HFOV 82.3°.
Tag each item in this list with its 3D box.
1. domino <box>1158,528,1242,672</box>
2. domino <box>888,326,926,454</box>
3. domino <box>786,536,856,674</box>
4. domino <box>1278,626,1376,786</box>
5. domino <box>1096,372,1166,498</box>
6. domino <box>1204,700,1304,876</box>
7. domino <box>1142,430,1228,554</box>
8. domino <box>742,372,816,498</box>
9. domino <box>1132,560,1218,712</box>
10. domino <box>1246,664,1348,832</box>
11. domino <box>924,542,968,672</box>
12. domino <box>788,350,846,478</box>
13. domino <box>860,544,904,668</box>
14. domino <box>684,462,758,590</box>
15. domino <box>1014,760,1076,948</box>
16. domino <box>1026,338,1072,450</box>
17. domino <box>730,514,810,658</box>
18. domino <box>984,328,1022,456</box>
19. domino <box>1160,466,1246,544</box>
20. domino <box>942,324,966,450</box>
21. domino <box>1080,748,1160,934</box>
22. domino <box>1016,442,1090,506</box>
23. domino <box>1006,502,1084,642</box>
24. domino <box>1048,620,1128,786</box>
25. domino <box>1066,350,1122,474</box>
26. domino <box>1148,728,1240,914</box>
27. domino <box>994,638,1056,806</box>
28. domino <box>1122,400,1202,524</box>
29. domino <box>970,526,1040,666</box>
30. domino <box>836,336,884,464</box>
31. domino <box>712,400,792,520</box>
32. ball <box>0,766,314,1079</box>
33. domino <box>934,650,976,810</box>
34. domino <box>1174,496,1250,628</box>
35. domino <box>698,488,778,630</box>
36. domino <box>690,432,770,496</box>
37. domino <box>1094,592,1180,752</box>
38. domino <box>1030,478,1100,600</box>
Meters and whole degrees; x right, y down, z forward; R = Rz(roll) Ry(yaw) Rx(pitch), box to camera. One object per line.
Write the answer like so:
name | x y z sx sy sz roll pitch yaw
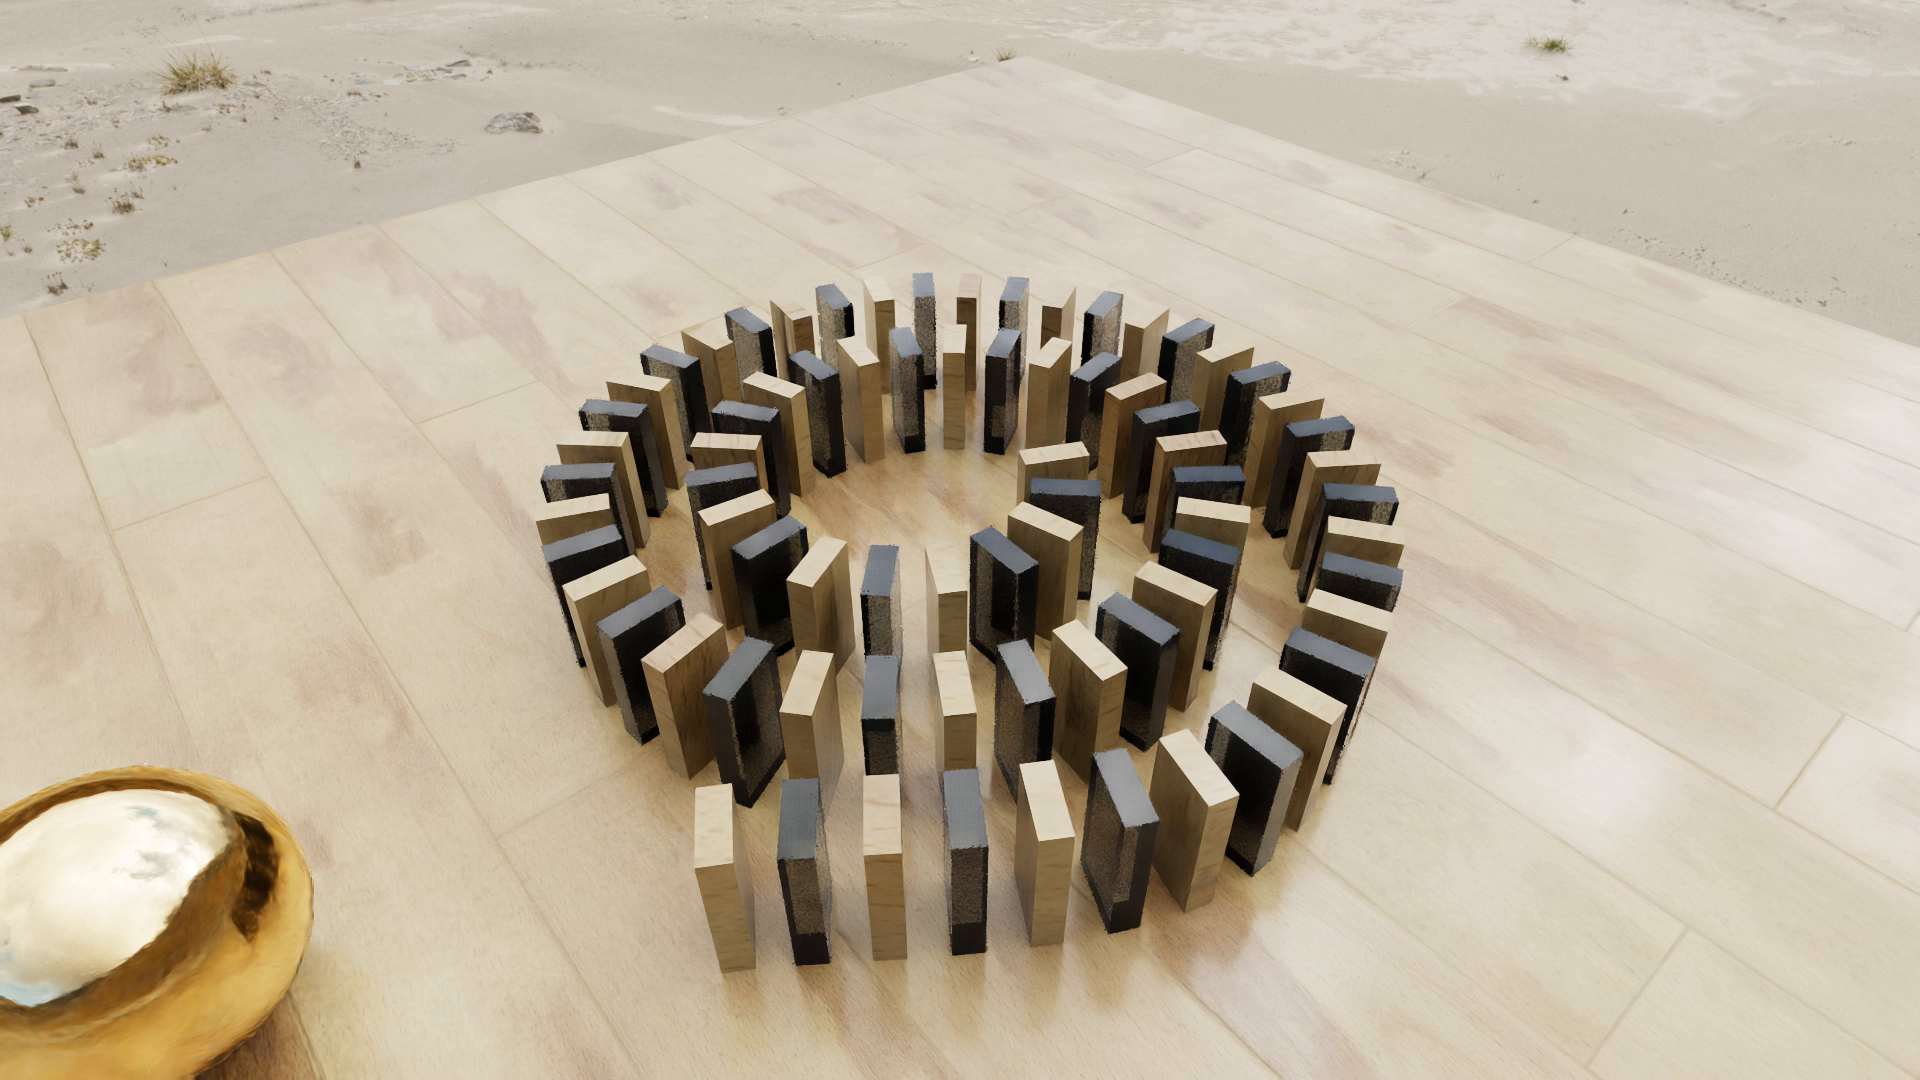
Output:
domino | 0.081 0.021 0.385 0.025 0.050 0.009 18 43 21
domino | -0.024 -0.067 0.493 0.009 0.050 0.025 -10 40 -12
domino | -0.047 0.026 0.380 0.009 0.050 0.025 14 41 17
domino | 0.111 0.053 0.347 0.025 0.050 0.010 23 45 26
domino | 0.072 -0.044 0.465 0.025 0.050 0.009 -23 45 -26
domino | 0.083 0.073 0.322 0.010 0.050 0.025 -27 47 -29
domino | 0.088 -0.018 0.434 0.025 0.050 0.009 -8 40 -9
domino | -0.076 -0.044 0.466 0.025 0.050 0.009 21 44 24
domino | 0.070 0.033 0.371 0.025 0.050 0.010 25 45 27
domino | 0.098 0.064 0.334 0.025 0.050 0.010 29 48 31
domino | -0.005 0.028 0.377 0.009 0.050 0.025 -7 40 -9
domino | -0.062 -0.054 0.478 0.009 0.050 0.025 -27 46 -29
domino | -0.026 0.029 0.376 0.010 0.050 0.025 3 39 3
domino | -0.087 -0.005 0.417 0.025 0.050 0.010 -10 40 -12
domino | 0.023 0.087 0.305 0.009 0.050 0.025 -6 40 -7
domino | 0.039 -0.061 0.486 0.010 0.050 0.025 18 43 21
domino | -0.065 0.018 0.389 0.010 0.050 0.025 32 49 33
domino | 0.019 -0.066 0.492 0.009 0.050 0.025 11 41 13
domino | 0.091 -0.005 0.417 0.025 0.050 0.010 -1 39 -1
domino | -0.002 -0.069 0.495 0.010 0.050 0.025 1 39 1
domino | 0.044 0.085 0.308 0.009 0.050 0.025 -9 40 -11
domino | 0.035 -0.013 0.428 0.025 0.050 0.009 -9 40 -11
domino | 0.030 0.013 0.396 0.025 0.050 0.010 24 45 27
domino | 0.039 0.052 0.348 0.010 0.050 0.025 -22 44 -25
domino | 0.057 -0.054 0.477 0.010 0.050 0.025 27 46 29
domino | 0.064 0.080 0.313 0.010 0.050 0.025 -15 42 -18
domino | 0.019 0.058 0.341 0.009 0.050 0.025 -11 41 -14
domino | 0.082 -0.032 0.450 0.025 0.050 0.010 -14 41 -17
domino | 0.015 0.023 0.384 0.010 0.050 0.025 -26 46 -28
domino | -0.044 -0.062 0.487 0.009 0.050 0.025 -18 43 -20
domino | -0.085 -0.032 0.450 0.025 0.050 0.009 11 41 13
ball | -0.205 0.096 0.270 0.080 0.080 0.080 0 39 0
domino | -0.002 0.061 0.337 0.009 0.050 0.025 -5 40 -6
domino | 0.089 0.009 0.401 0.025 0.050 0.010 9 40 11
domino | -0.078 0.008 0.402 0.025 0.050 0.009 -22 44 -24
domino | -0.089 -0.018 0.434 0.025 0.050 0.009 3 39 4
domino | 0.056 0.044 0.358 0.009 0.050 0.025 -32 49 -33
domino | 0.038 0.000 0.411 0.025 0.050 0.010 3 39 3
